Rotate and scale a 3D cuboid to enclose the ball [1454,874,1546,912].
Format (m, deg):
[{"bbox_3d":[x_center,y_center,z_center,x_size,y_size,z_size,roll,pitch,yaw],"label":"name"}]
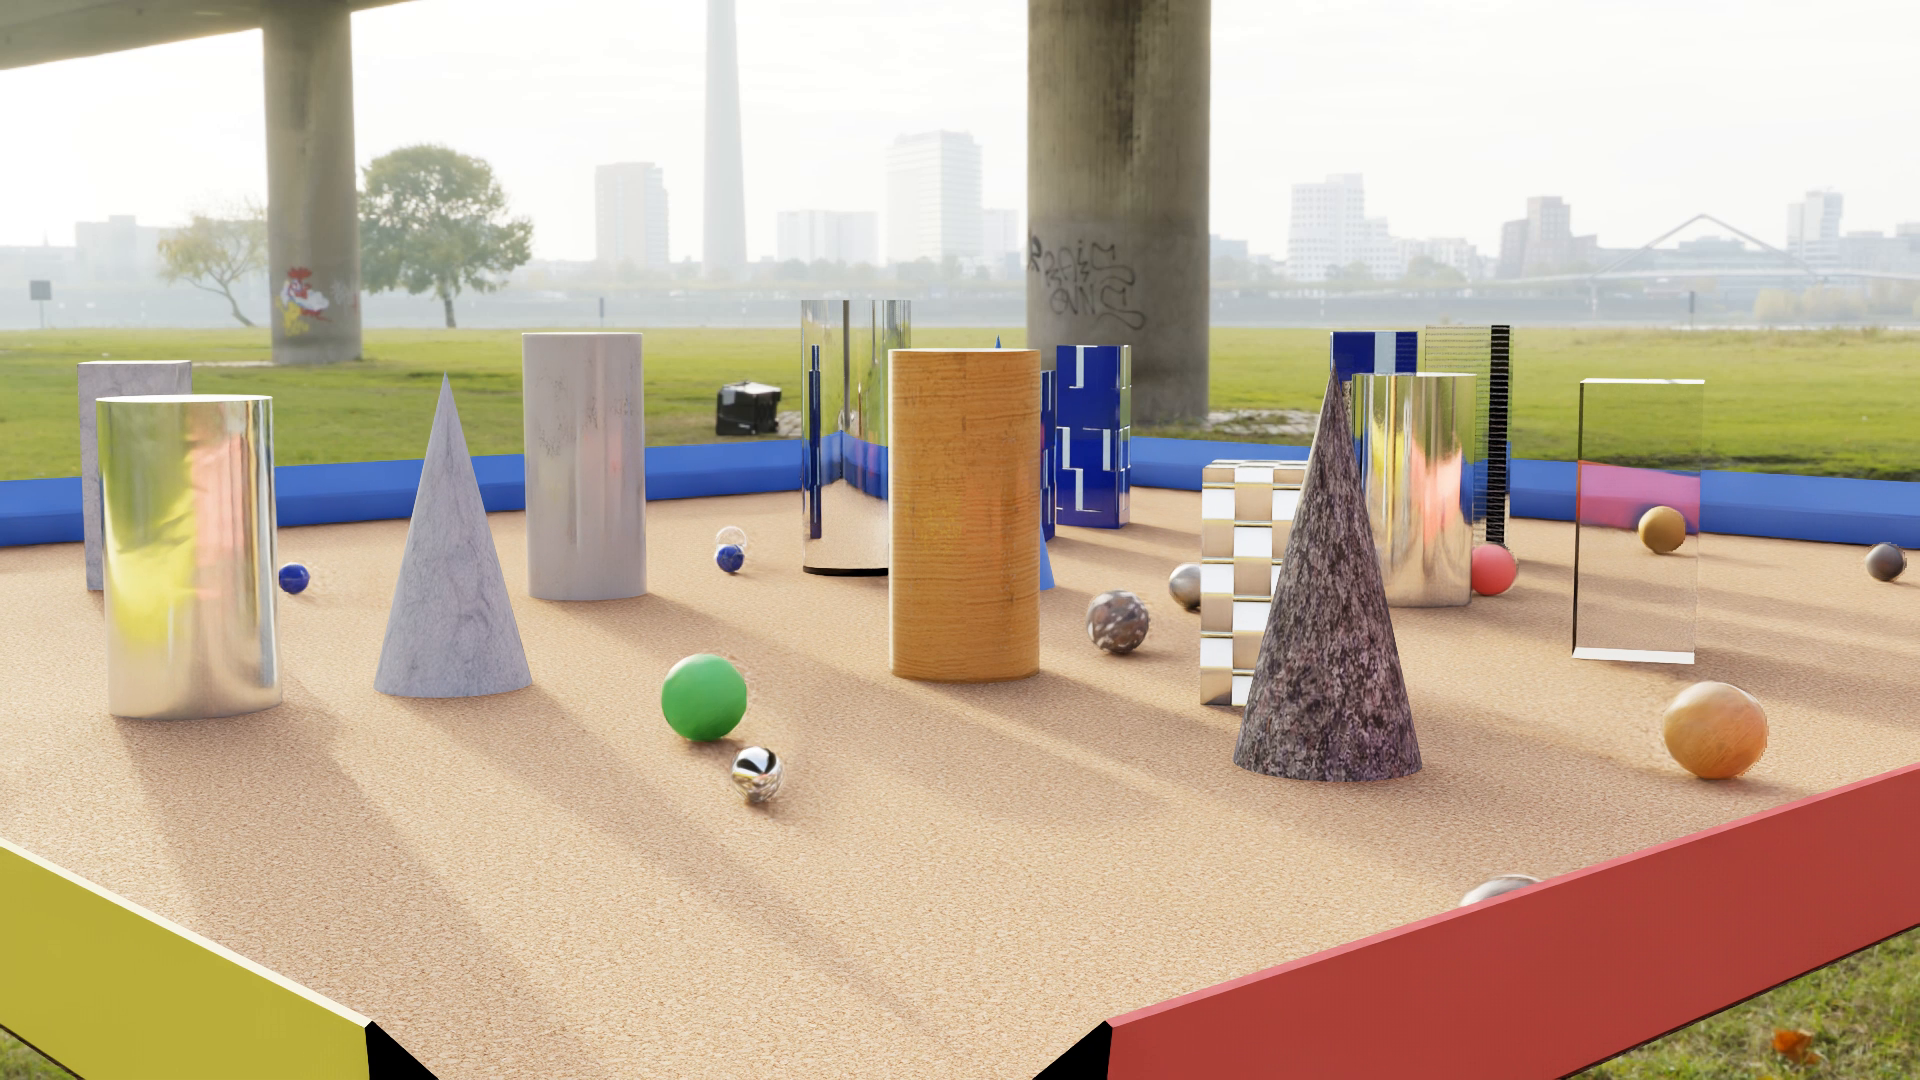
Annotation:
[{"bbox_3d":[0.357,0.256,1.416,0.081,0.081,0.081,0,6,0],"label":"ball"}]

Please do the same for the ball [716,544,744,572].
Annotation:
[{"bbox_3d":[-0.386,0.030,3.686,0.049,0.049,0.049,0,6,0],"label":"ball"}]

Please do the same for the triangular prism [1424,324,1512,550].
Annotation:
[{"bbox_3d":[0.920,-0.173,3.882,0.159,0.412,0.138,4,7,36],"label":"triangular prism"}]

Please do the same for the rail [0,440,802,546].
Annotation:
[{"bbox_3d":[-1.182,-0.104,4.606,3.571,0.119,0.045,-6,8,-42],"label":"rail"}]

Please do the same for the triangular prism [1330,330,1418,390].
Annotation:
[{"bbox_3d":[0.777,-0.198,4.185,0.159,0.397,0.138,0,6,4],"label":"triangular prism"}]

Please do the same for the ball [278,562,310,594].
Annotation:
[{"bbox_3d":[-1.034,0.059,3.412,0.049,0.049,0.049,0,6,0],"label":"ball"}]

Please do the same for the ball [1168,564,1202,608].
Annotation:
[{"bbox_3d":[0.340,0.068,3.247,0.066,0.066,0.066,0,6,0],"label":"ball"}]

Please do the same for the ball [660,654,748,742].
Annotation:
[{"bbox_3d":[-0.263,0.162,2.257,0.089,0.089,0.089,0,6,0],"label":"ball"}]

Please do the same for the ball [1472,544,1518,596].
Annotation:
[{"bbox_3d":[0.818,0.046,3.392,0.079,0.079,0.079,0,6,0],"label":"ball"}]

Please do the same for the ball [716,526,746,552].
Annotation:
[{"bbox_3d":[-0.406,0.004,3.901,0.055,0.055,0.055,0,6,0],"label":"ball"}]

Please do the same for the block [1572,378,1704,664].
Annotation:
[{"bbox_3d":[0.870,-0.029,2.819,0.147,0.349,0.147,2,6,19],"label":"block"}]

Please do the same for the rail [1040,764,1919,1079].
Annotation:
[{"bbox_3d":[1.182,0.167,2.059,3.571,0.119,0.045,-6,8,-42],"label":"rail"}]

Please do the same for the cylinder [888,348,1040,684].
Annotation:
[{"bbox_3d":[0.005,-0.034,2.671,0.184,0.392,0.184,0,6,0],"label":"cylinder"}]

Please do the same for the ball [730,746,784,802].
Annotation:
[{"bbox_3d":[-0.183,0.211,1.982,0.049,0.049,0.049,0,6,0],"label":"ball"}]

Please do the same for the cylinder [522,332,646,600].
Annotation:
[{"bbox_3d":[-0.580,-0.118,3.403,0.184,0.403,0.184,0,6,0],"label":"cylinder"}]

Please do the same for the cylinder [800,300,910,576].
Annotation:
[{"bbox_3d":[-0.174,-0.175,3.696,0.184,0.454,0.184,0,6,0],"label":"cylinder"}]

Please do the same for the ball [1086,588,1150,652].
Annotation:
[{"bbox_3d":[0.203,0.104,2.831,0.082,0.082,0.082,0,6,0],"label":"ball"}]

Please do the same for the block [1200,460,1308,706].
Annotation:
[{"bbox_3d":[0.356,0.047,2.504,0.147,0.265,0.147,1,6,12],"label":"block"}]

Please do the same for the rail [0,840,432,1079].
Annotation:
[{"bbox_3d":[-1.295,0.158,2.144,0.045,0.119,3.533,-6,8,-42],"label":"rail"}]

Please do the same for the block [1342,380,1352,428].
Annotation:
[{"bbox_3d":[0.734,-0.103,3.652,0.147,0.320,0.147,-2,6,-21],"label":"block"}]

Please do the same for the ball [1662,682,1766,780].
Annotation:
[{"bbox_3d":[0.712,0.180,2.076,0.092,0.092,0.092,0,6,0],"label":"ball"}]

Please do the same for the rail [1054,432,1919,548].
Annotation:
[{"bbox_3d":[1.295,-0.095,4.520,0.045,0.119,3.533,-6,8,-42],"label":"rail"}]

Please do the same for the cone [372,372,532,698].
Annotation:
[{"bbox_3d":[-0.599,-0.014,2.581,0.184,0.371,0.184,0,6,0],"label":"cone"}]

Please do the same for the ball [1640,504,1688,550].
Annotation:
[{"bbox_3d":[1.288,-0.024,4.026,0.084,0.084,0.084,0,6,0],"label":"ball"}]

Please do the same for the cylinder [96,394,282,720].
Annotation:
[{"bbox_3d":[-0.854,0.014,2.442,0.184,0.343,0.184,0,6,0],"label":"cylinder"}]

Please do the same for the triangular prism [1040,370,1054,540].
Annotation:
[{"bbox_3d":[0.137,-0.163,4.217,0.159,0.321,0.138,5,8,40],"label":"triangular prism"}]

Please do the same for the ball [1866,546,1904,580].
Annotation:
[{"bbox_3d":[1.502,0.037,3.572,0.058,0.058,0.058,0,6,0],"label":"ball"}]

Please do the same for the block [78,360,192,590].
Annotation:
[{"bbox_3d":[-1.314,-0.107,3.525,0.147,0.355,0.147,-1,6,-10],"label":"block"}]

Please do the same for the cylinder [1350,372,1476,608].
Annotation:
[{"bbox_3d":[0.682,-0.079,3.322,0.184,0.342,0.184,0,6,0],"label":"cylinder"}]

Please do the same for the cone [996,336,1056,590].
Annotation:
[{"bbox_3d":[0.060,-0.127,3.494,0.184,0.402,0.184,0,6,0],"label":"cone"}]

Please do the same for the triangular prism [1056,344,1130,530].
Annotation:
[{"bbox_3d":[0.302,-0.214,4.483,0.159,0.365,0.138,6,8,42],"label":"triangular prism"}]

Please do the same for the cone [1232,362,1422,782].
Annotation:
[{"bbox_3d":[0.360,0.021,2.135,0.184,0.394,0.184,0,6,0],"label":"cone"}]
